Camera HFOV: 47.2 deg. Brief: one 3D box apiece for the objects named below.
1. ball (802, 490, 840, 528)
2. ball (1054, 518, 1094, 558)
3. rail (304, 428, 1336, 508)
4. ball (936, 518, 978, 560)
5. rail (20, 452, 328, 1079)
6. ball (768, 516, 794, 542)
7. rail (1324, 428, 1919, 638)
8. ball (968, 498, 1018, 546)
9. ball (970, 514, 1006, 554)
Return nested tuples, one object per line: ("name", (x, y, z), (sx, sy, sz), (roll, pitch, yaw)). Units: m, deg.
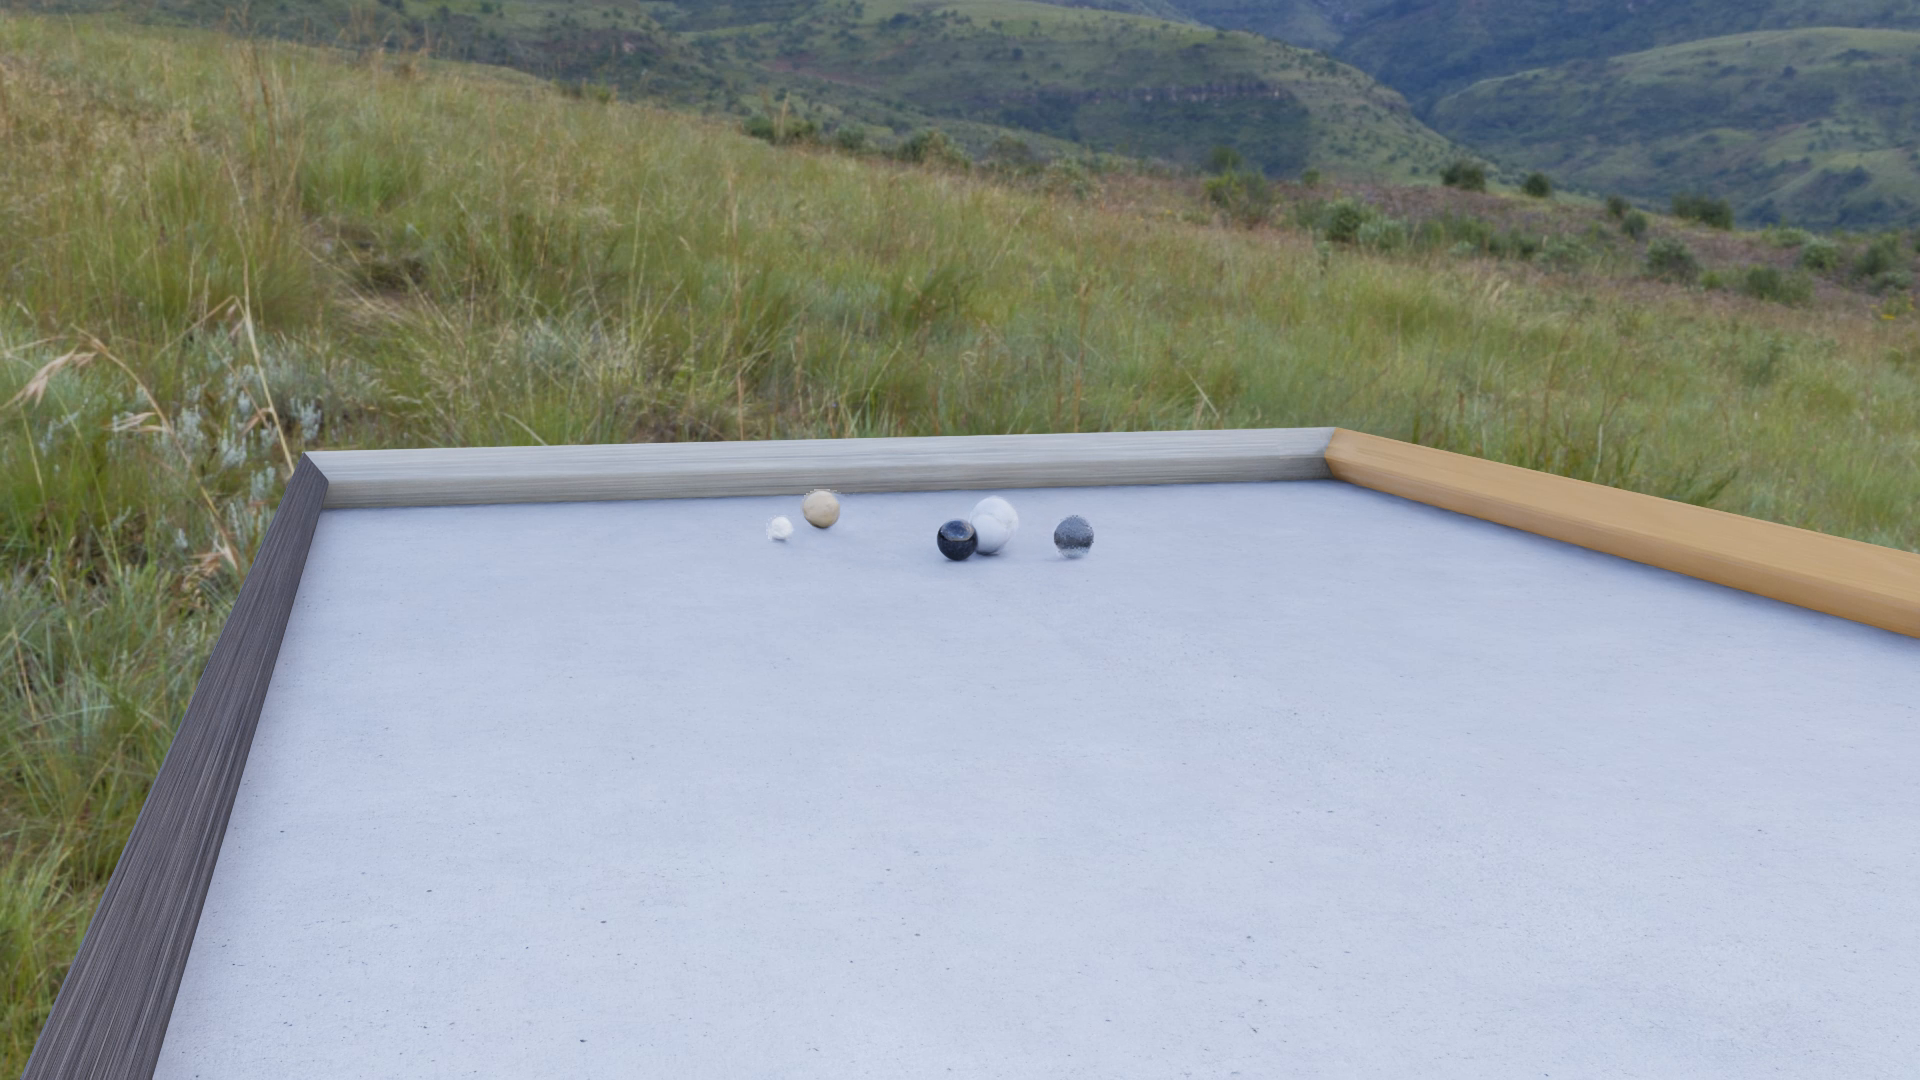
("ball", (-0.240, -0.053, 3.815), (0.065, 0.065, 0.065), (0, 8, 0))
("ball", (0.181, -0.005, 3.485), (0.064, 0.064, 0.064), (0, 8, 0))
("rail", (-0.211, -0.142, 4.289), (2.054, 0.106, 0.045), (-2, 8, -14))
("ball", (-0.004, -0.001, 3.450), (0.066, 0.066, 0.066), (0, 8, 0))
("rail", (-0.757, 0.136, 2.350), (0.045, 0.106, 3.585), (-2, 8, -14))
("ball", (-0.298, -0.018, 3.656), (0.041, 0.041, 0.041), (0, 8, 0))
("rail", (1.190, 0.067, 2.830), (0.045, 0.106, 3.585), (-2, 8, -14))
("ball", (0.054, -0.029, 3.590), (0.081, 0.081, 0.081), (0, 8, 0))
("ball", (0.041, -0.009, 3.516), (0.064, 0.064, 0.064), (0, 8, 0))
